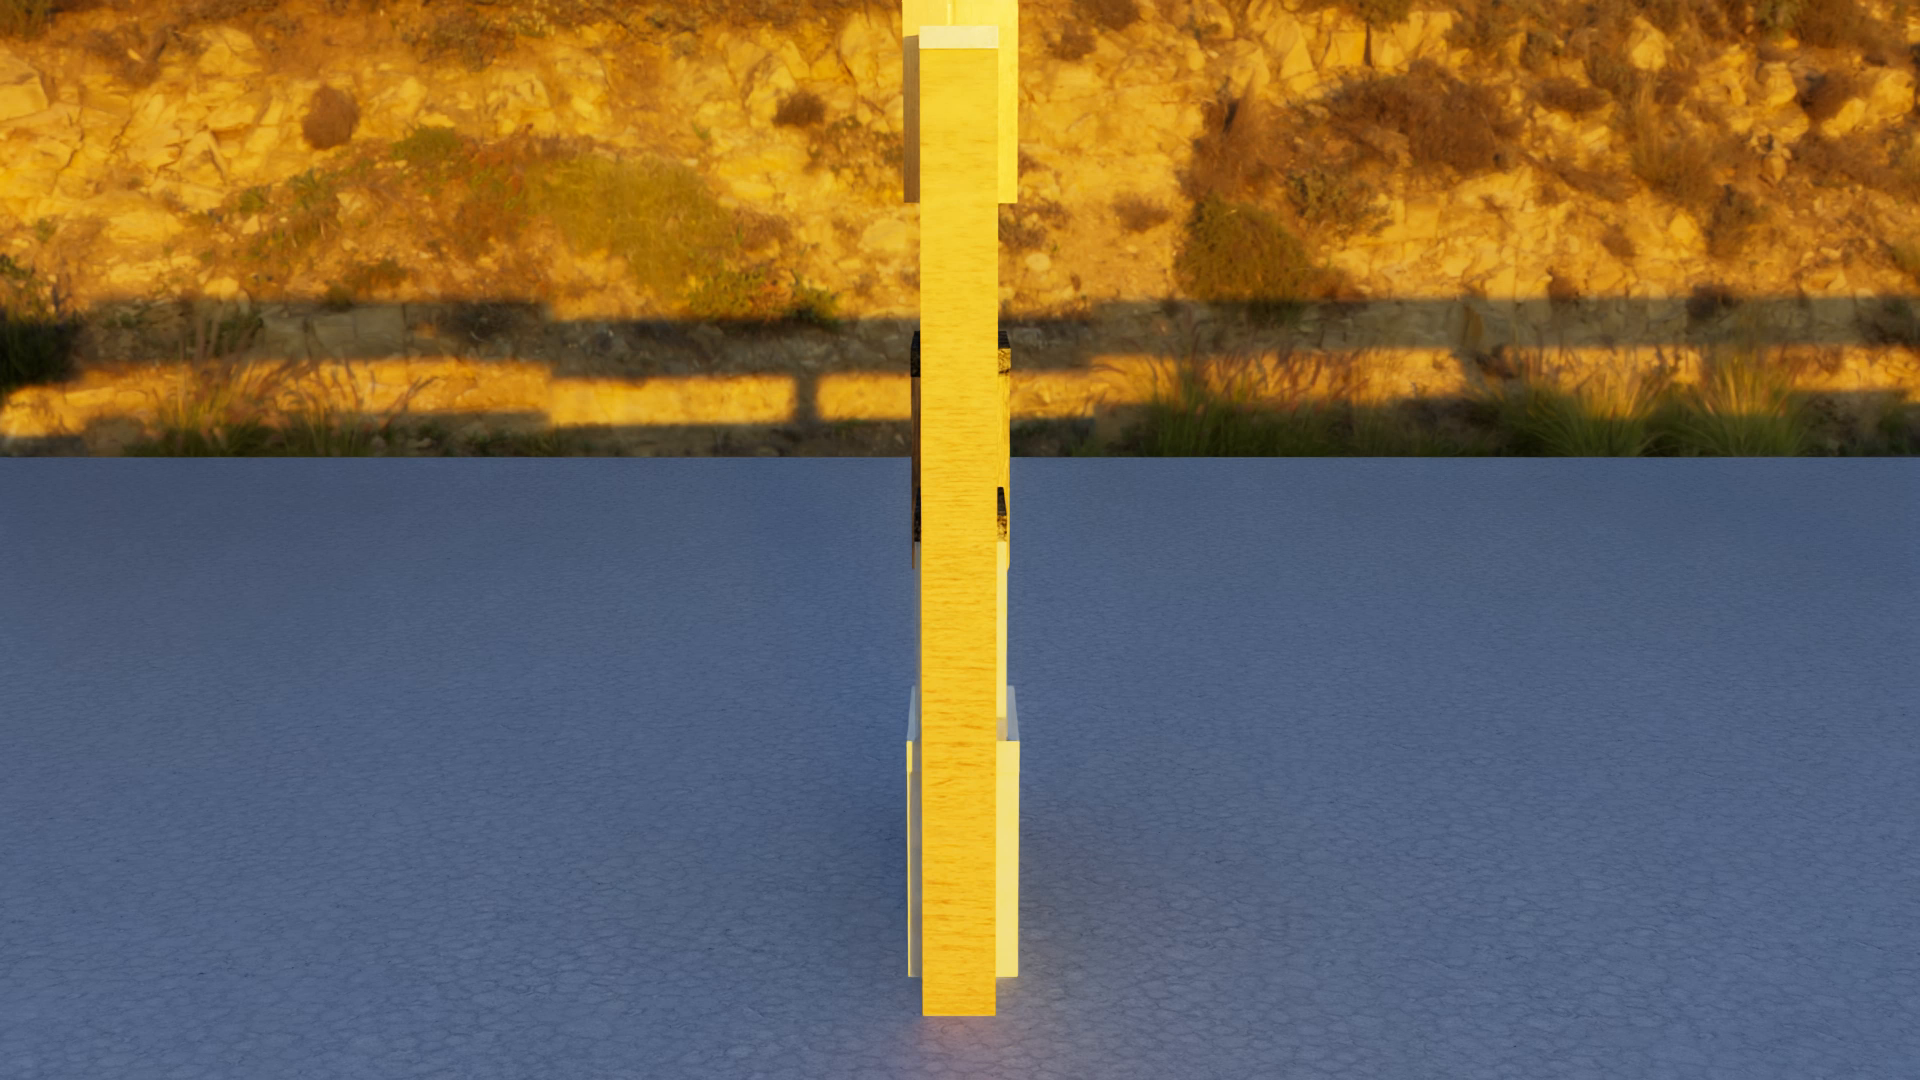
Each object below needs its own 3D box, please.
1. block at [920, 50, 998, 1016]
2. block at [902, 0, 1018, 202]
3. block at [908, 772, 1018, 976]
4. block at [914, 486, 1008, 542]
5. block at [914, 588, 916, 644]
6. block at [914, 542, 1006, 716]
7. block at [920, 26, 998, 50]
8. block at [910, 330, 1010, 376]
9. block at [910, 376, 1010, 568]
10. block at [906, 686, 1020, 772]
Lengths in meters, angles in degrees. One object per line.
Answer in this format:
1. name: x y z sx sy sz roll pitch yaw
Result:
1. block: -0.001 0.014 3.054 0.104 1.358 0.030 0 11 0
2. block: 0.001 -0.653 3.168 0.164 0.330 0.046 0 10 0
3. block: 0.004 0.491 3.302 0.164 0.328 0.047 0 11 0
4. block: 0.001 -0.041 3.399 0.138 0.039 0.275 0 11 0
5. block: 0.001 0.004 3.930 0.163 0.653 0.046 0 10 0
6. block: 0.001 0.130 3.337 0.138 0.275 0.039 0 11 0
7. block: -0.002 -0.681 2.996 0.104 0.030 0.209 0 11 0
8. block: 0.001 -0.320 3.760 0.163 0.046 0.327 0 11 0
9. block: 0.001 -0.117 3.688 0.163 0.327 0.046 0 11 0
10. block: 0.005 0.287 3.375 0.164 0.047 0.328 0 11 0
